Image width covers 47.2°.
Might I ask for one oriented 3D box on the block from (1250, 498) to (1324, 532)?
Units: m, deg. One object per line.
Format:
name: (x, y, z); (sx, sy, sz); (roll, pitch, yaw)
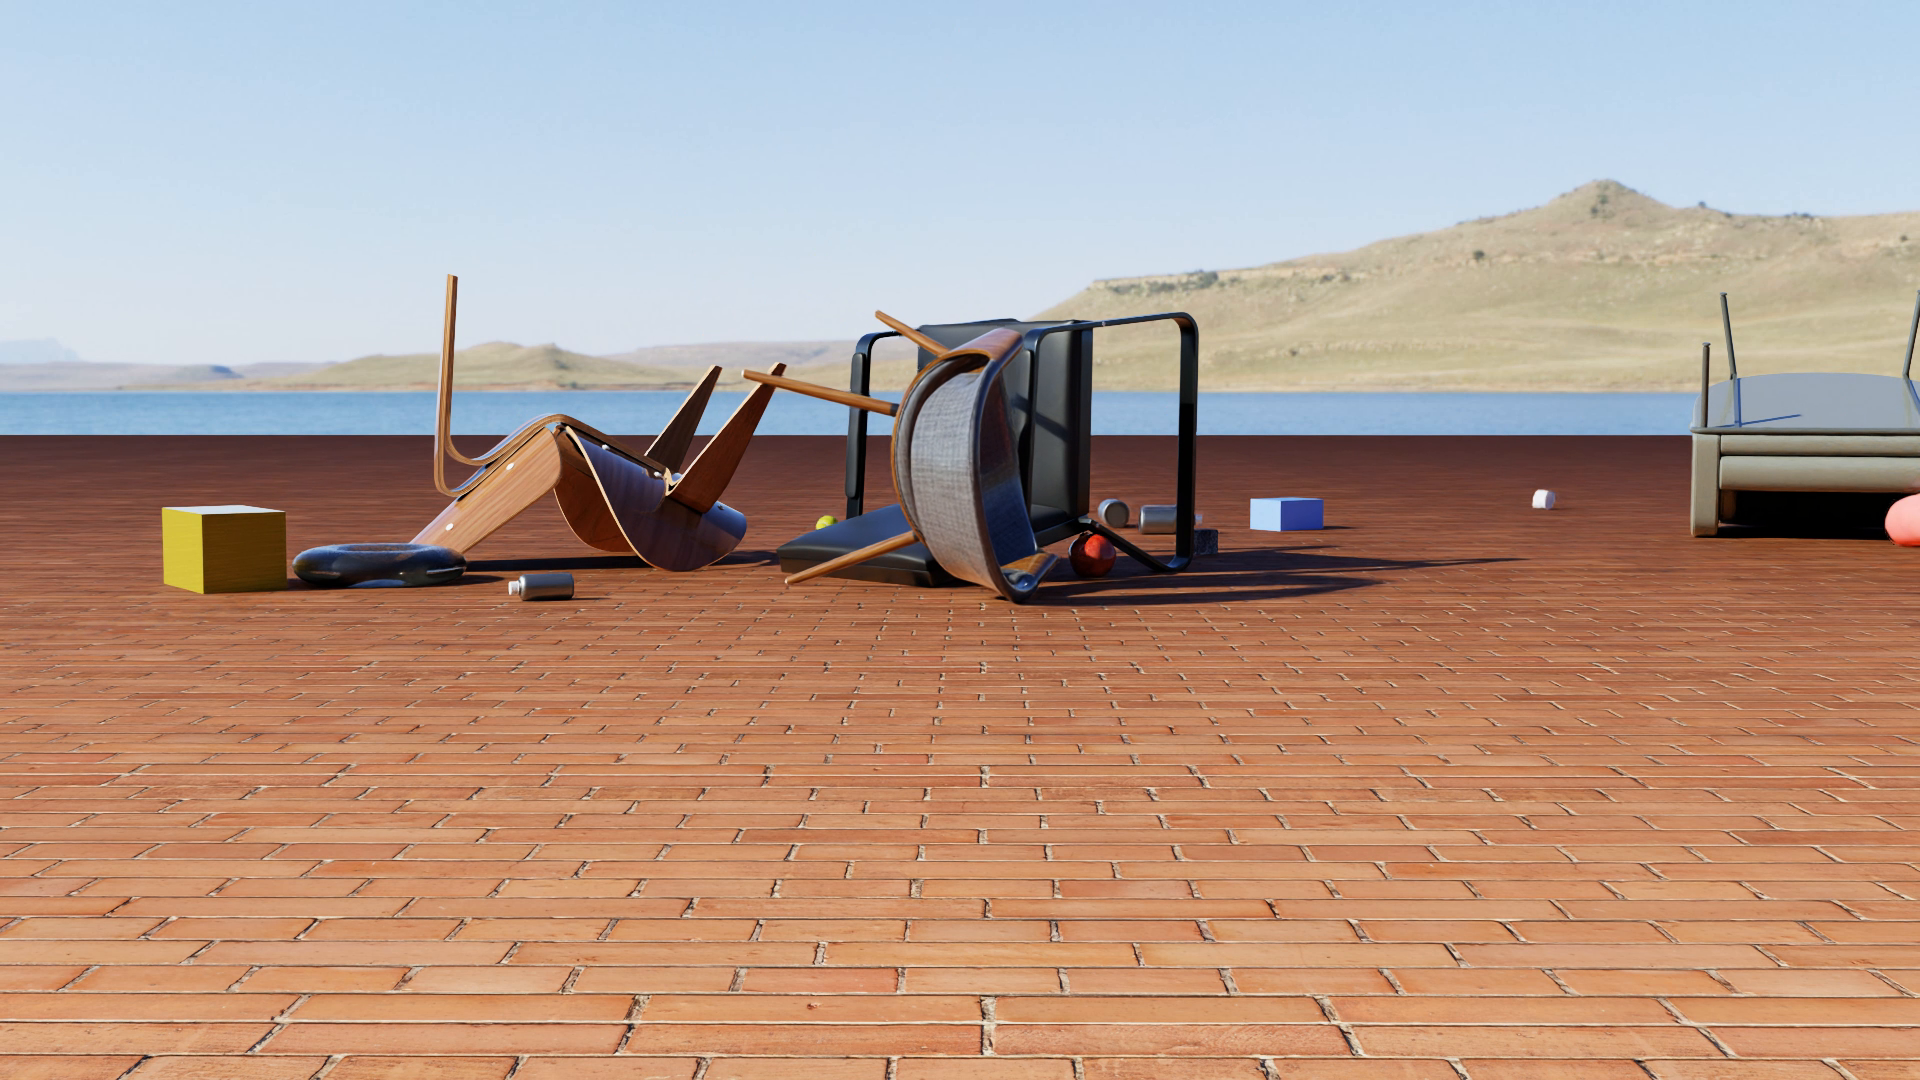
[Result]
block: (1.049, -0.083, 7.056); (0.181, 0.096, 0.143); (-3, 5, -33)

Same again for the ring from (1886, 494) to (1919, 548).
ring: (2.812, -0.069, 6.164); (0.399, 0.142, 0.413); (-4, -7, -19)

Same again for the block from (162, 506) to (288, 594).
block: (-1.673, 0.018, 4.998); (0.184, 0.175, 0.319); (-3, 5, -34)

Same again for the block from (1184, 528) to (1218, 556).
block: (0.656, 0.005, 5.985); (0.082, 0.067, 0.049); (-3, 5, -39)

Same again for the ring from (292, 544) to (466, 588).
ring: (-1.347, 0.058, 5.114); (0.402, 0.082, 0.358); (-3, 5, -40)

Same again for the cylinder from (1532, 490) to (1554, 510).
cylinder: (2.183, -0.150, 8.225); (0.051, 0.061, 0.080); (4, 49, 46)
